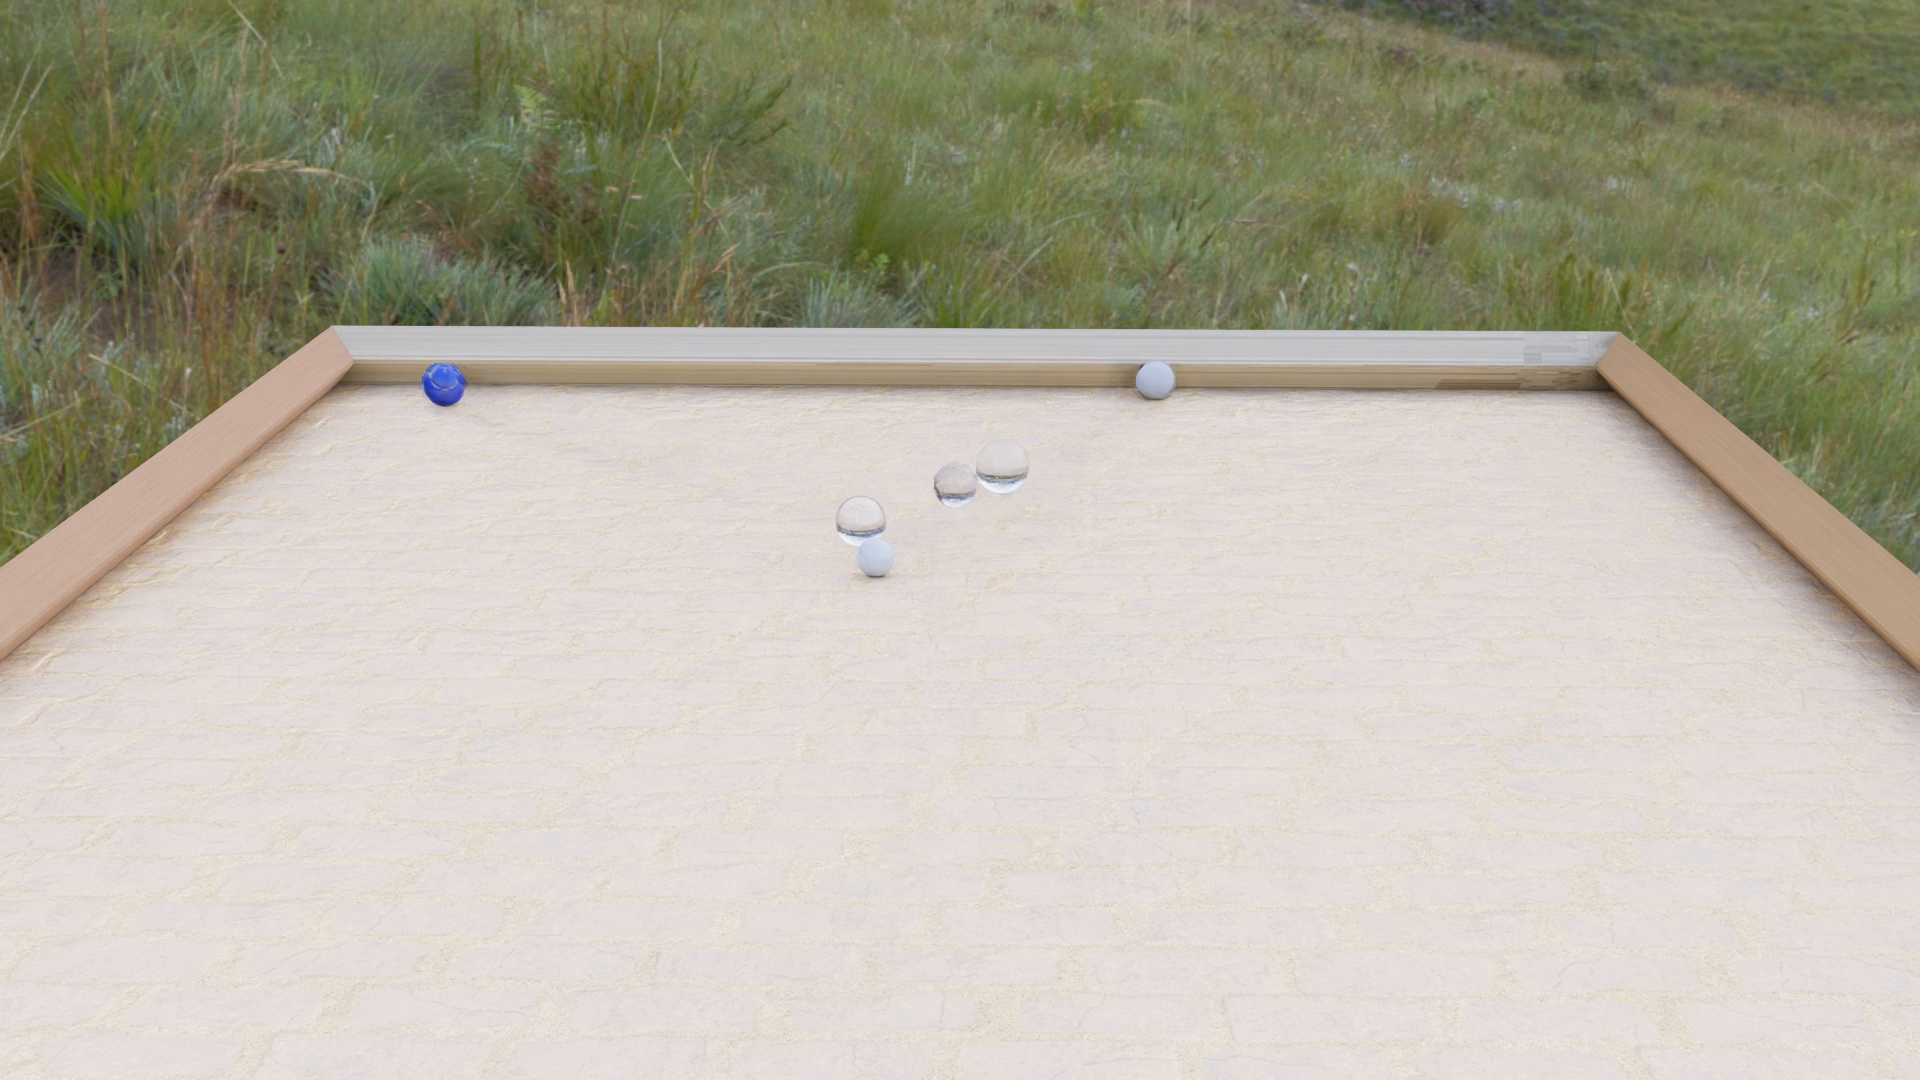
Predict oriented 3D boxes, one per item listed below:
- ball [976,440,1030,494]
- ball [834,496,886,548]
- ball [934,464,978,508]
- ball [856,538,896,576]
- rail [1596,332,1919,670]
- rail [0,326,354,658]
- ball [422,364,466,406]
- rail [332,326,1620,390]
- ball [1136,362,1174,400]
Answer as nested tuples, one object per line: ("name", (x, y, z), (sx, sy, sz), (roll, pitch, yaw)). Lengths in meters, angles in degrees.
("ball", (0.057, -0.098, 2.946), (0.072, 0.072, 0.072), (0, 18, 0))
("ball", (-0.123, -0.023, 2.726), (0.064, 0.064, 0.064), (0, 18, 0))
("ball", (-0.006, -0.072, 2.887), (0.058, 0.058, 0.058), (0, 18, 0))
("ball", (-0.100, 0.020, 2.620), (0.046, 0.046, 0.046), (0, 18, 0))
("rail", (0.981, 0.263, 1.787), (0.045, 0.094, 3.567), (0, 18, 1))
("rail", (-1.019, 0.250, 1.827), (0.045, 0.094, 3.567), (0, 18, 1))
("ball", (-0.796, -0.239, 3.395), (0.065, 0.065, 0.065), (0, 18, 0))
("rail", (0.019, -0.283, 3.481), (2.047, 0.094, 0.045), (0, 18, 1))
("ball", (0.305, -0.249, 3.435), (0.060, 0.060, 0.060), (0, 18, 0))
